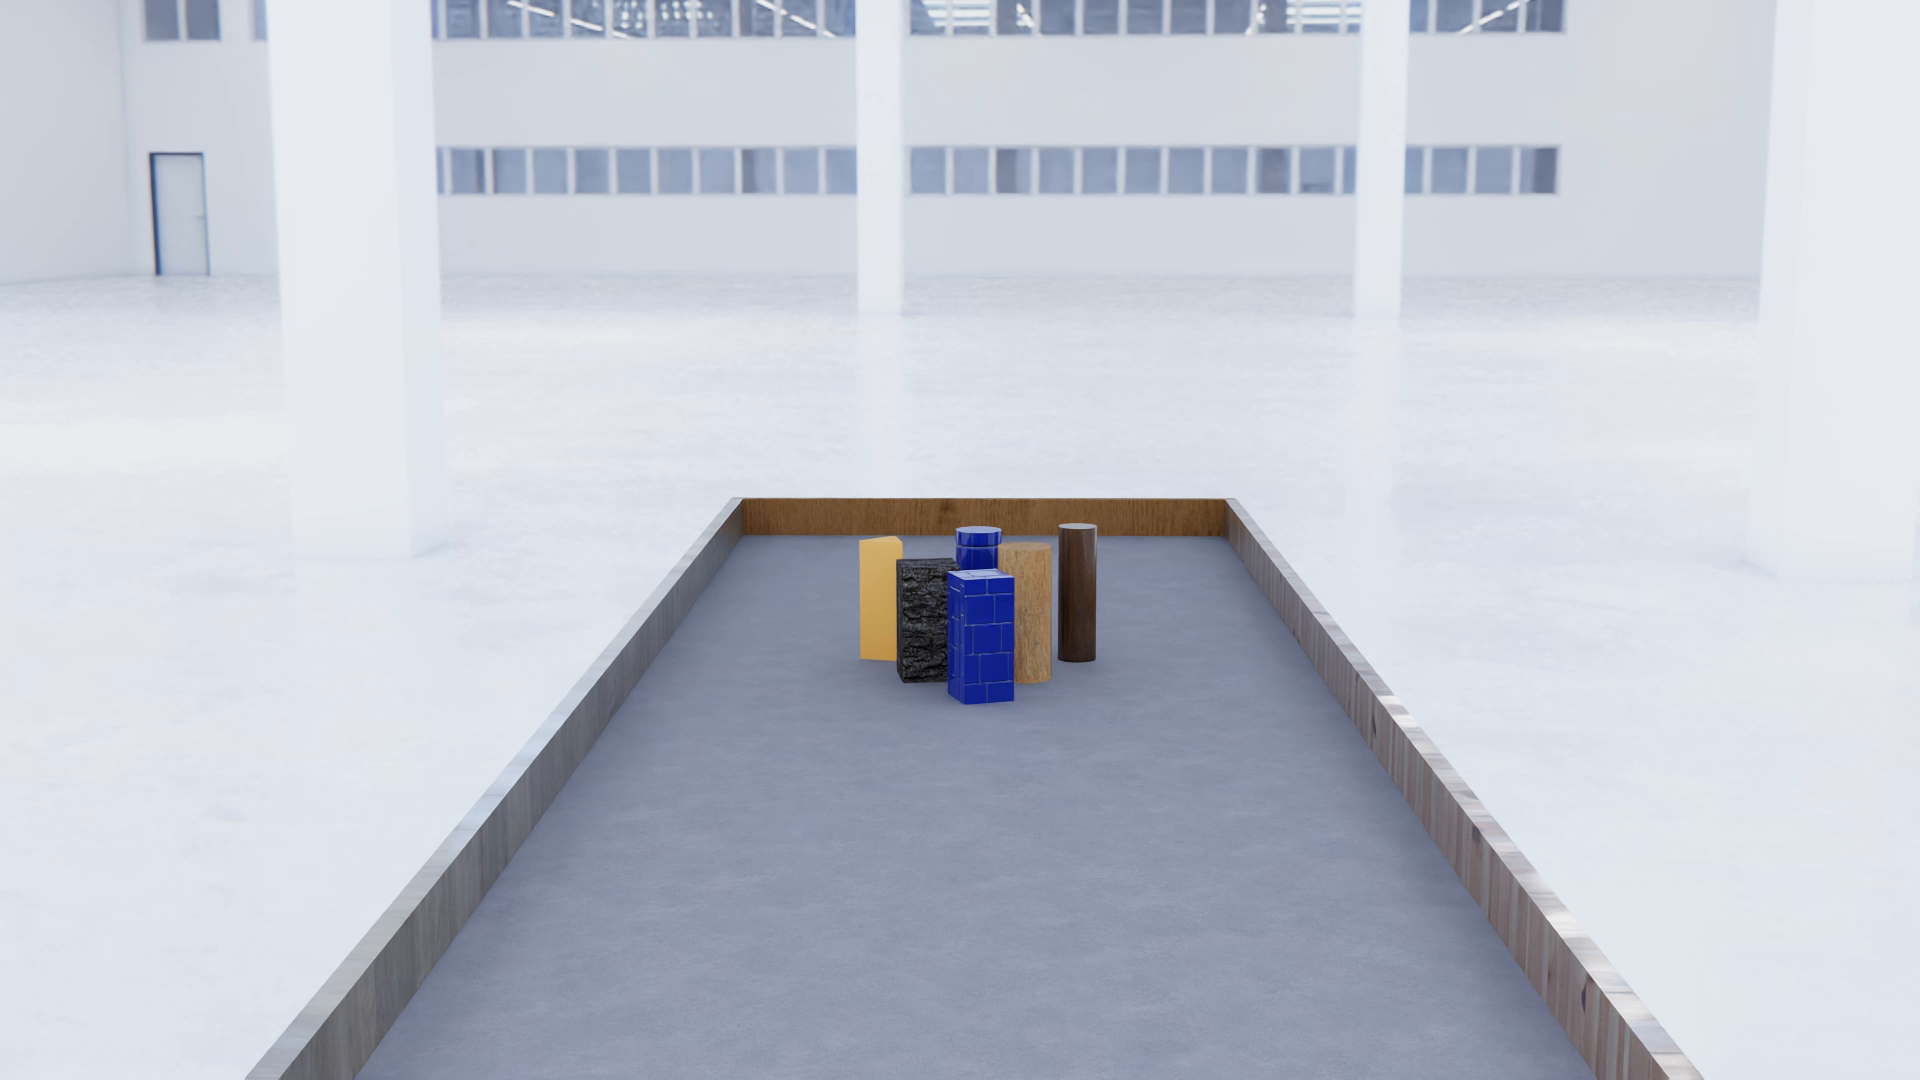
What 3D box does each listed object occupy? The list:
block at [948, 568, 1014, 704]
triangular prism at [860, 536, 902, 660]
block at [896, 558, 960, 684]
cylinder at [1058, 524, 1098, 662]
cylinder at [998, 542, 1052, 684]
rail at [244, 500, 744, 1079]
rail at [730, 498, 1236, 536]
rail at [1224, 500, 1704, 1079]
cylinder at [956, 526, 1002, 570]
[{"bbox_3d":[0.058,0.270,6.182,0.147,0.352,0.147,-3,10,-19],"label":"block"},{"bbox_3d":[-0.221,0.176,6.732,0.138,0.364,0.119,3,9,18],"label":"triangular prism"},{"bbox_3d":[-0.094,0.234,6.452,0.167,0.338,0.167,-1,9,-8],"label":"block"},{"bbox_3d":[0.357,0.160,6.690,0.117,0.410,0.117,0,9,0],"label":"cylinder"},{"bbox_3d":[0.188,0.211,6.429,0.159,0.391,0.159,0,9,0],"label":"cylinder"},{"bbox_3d":[-1.004,0.839,3.234,0.050,0.150,12.000,0,9,1],"label":"rail"},{"bbox_3d":[0.099,-0.098,9.147,2.100,0.150,0.050,0,9,1],"label":"rail"},{"bbox_3d":[1.046,0.843,3.208,0.050,0.150,12.000,0,9,1],"label":"rail"},{"bbox_3d":[0.056,0.166,6.687,0.140,0.399,0.140,0,9,0],"label":"cylinder"}]
